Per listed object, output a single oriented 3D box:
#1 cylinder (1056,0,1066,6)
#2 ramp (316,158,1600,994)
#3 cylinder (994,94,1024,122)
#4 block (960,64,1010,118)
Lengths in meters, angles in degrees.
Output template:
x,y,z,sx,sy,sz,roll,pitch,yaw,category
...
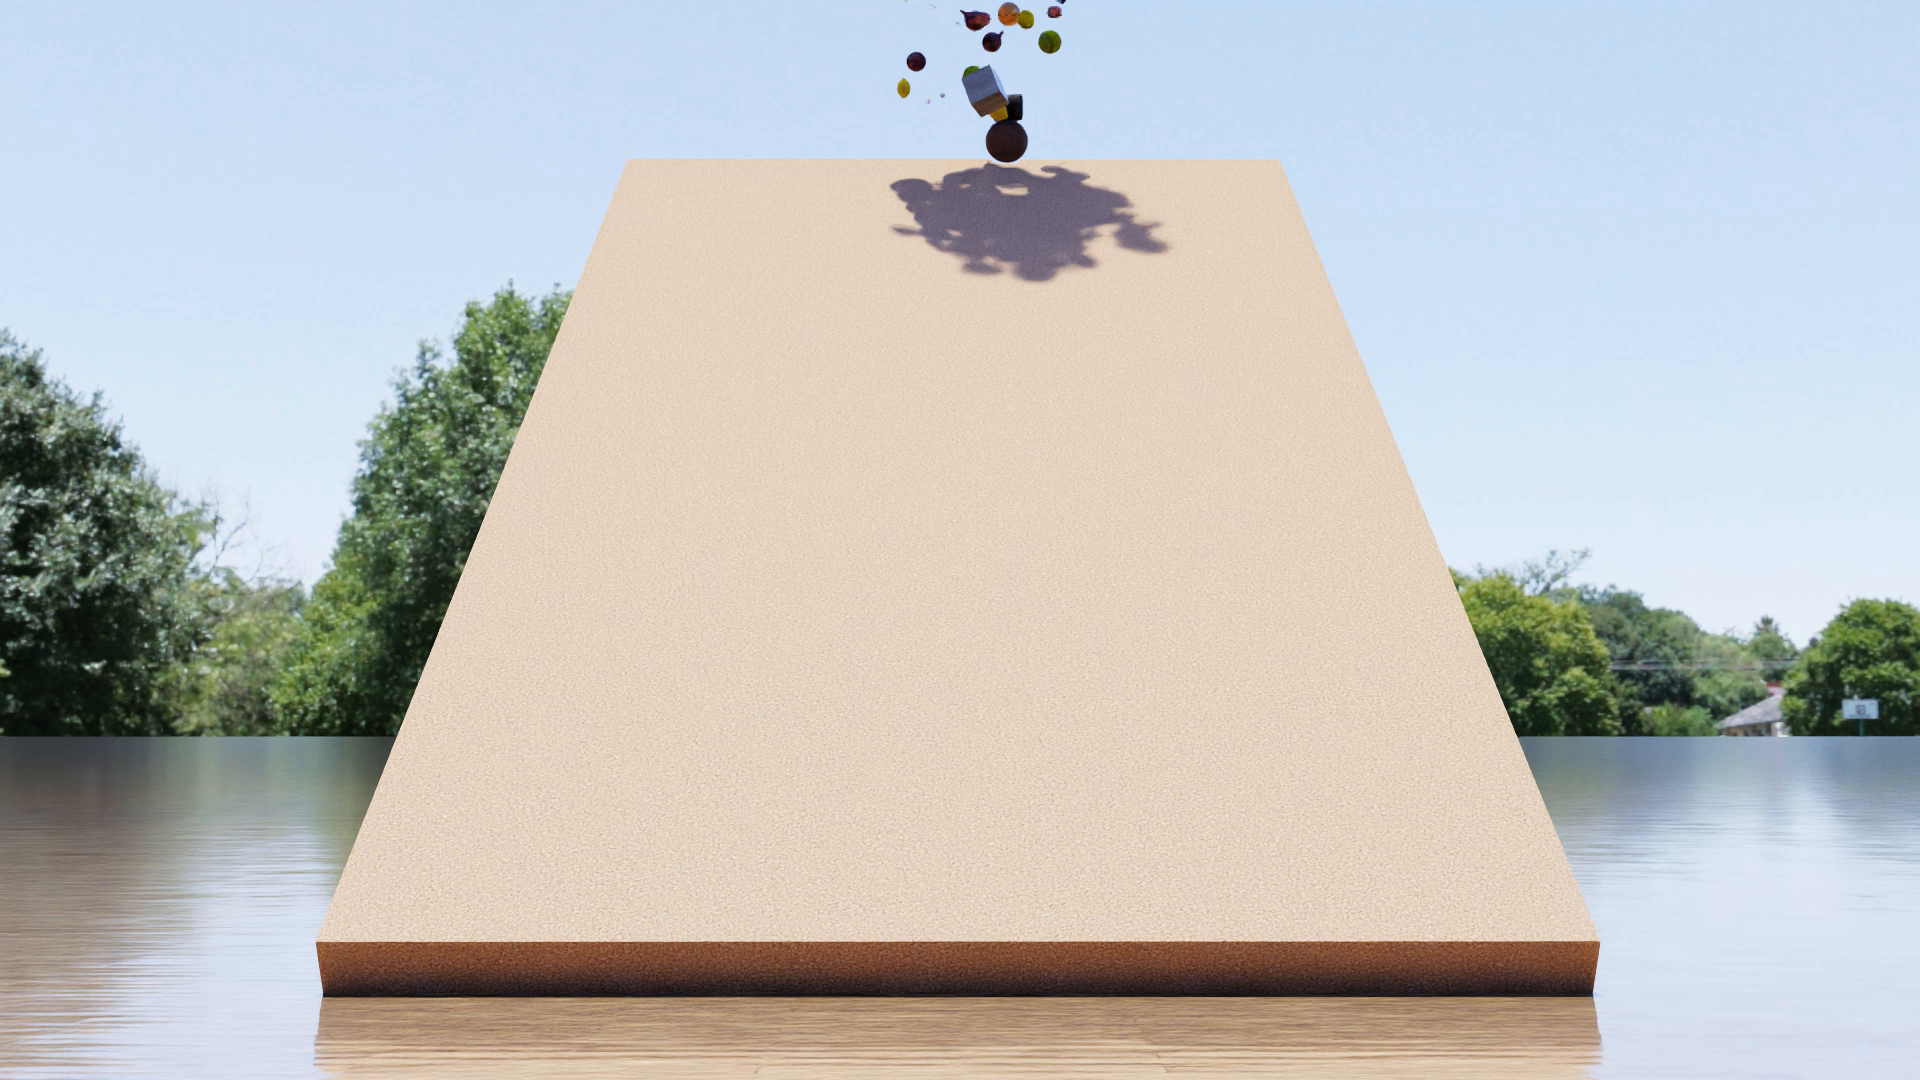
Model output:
x,y,z,sx,sy,sz,roll,pitch,yaw,category
0.306,-1.679,7.182,0.077,0.077,0.077,43,-15,-10,cylinder
-0.010,-0.227,5.490,2.000,0.100,4.000,0,27,0,ramp
0.144,-1.294,7.077,0.080,0.080,0.080,-2,-4,-5,cylinder
0.073,-1.297,6.837,0.092,0.092,0.092,-24,-21,13,block
